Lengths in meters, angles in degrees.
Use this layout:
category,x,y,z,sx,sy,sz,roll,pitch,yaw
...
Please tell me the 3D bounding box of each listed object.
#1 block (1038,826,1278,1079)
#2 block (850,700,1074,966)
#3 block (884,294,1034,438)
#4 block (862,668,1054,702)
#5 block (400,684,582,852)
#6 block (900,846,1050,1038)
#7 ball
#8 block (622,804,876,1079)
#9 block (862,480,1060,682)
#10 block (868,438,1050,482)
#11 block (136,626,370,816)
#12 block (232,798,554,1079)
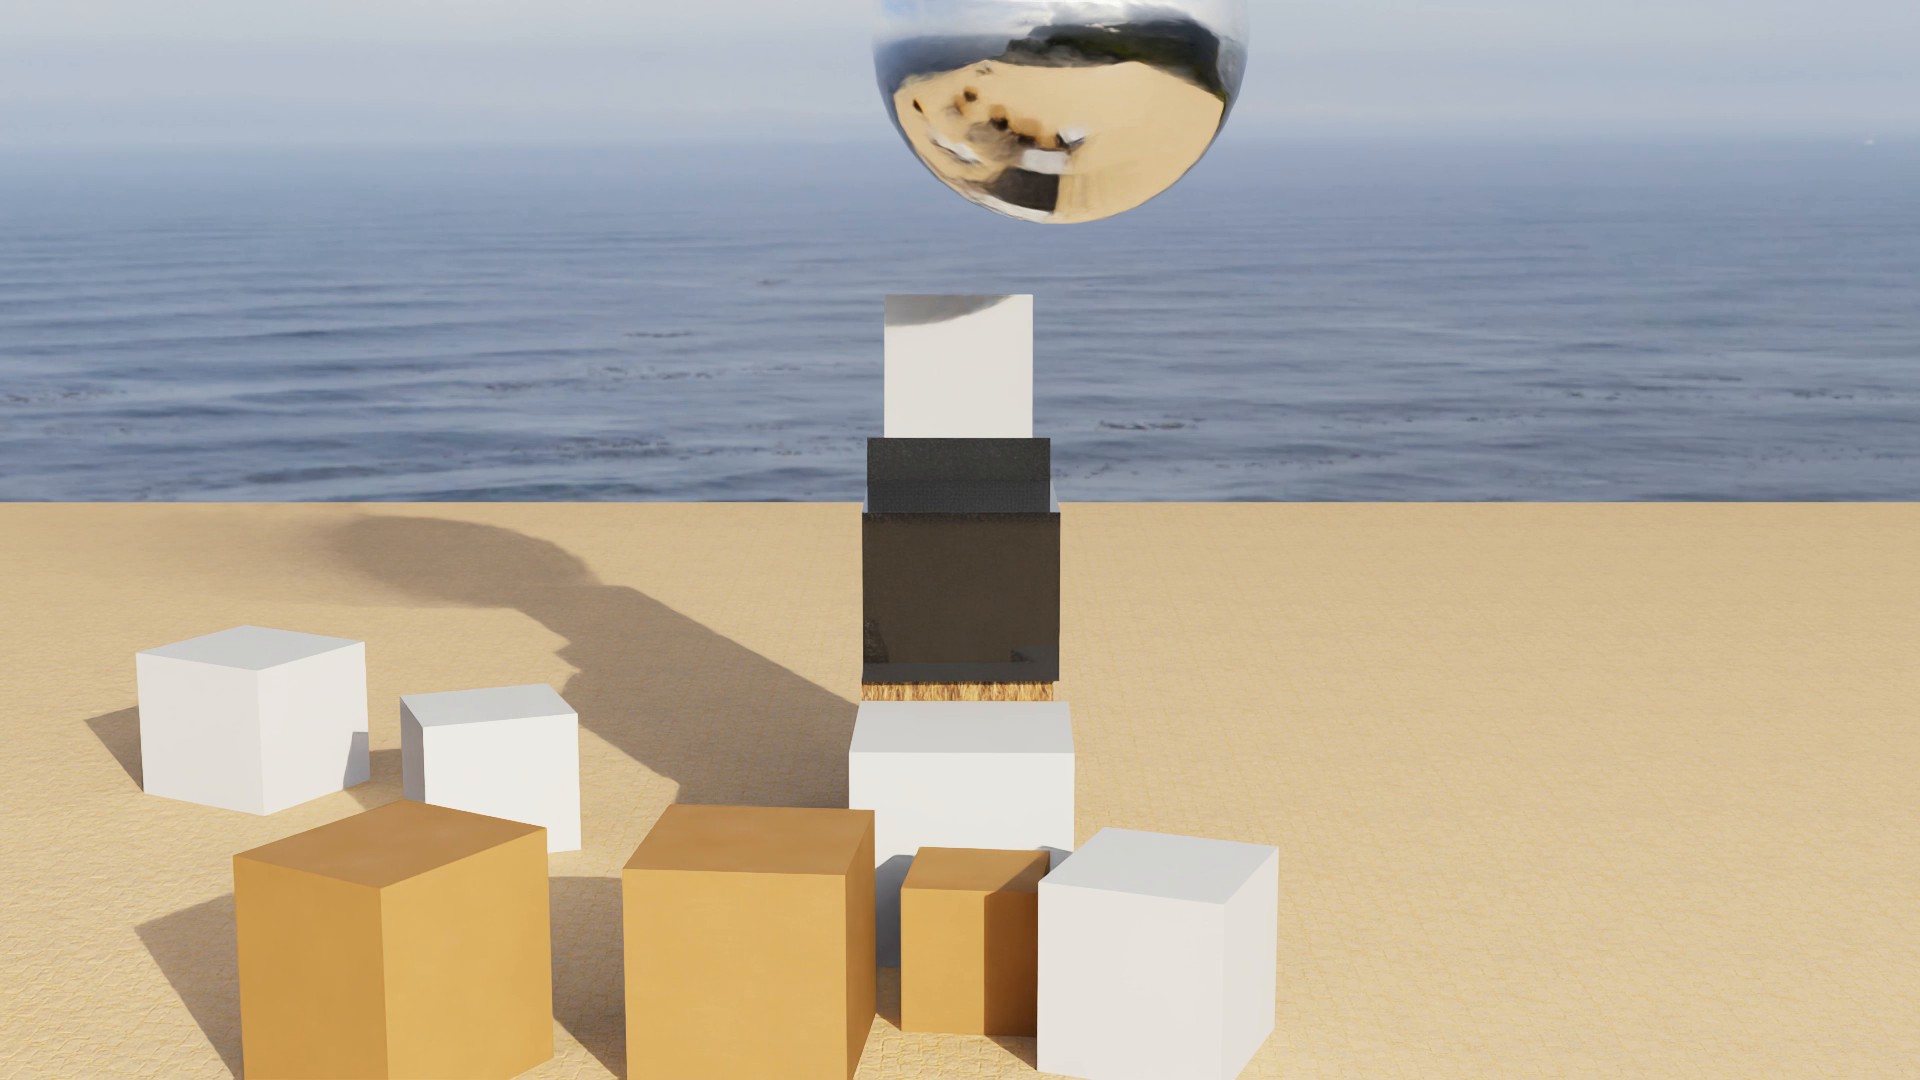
category,x,y,z,sx,sy,sz,roll,pitch,yaw
block,0.724,1.511,9.294,0.676,0.702,0.724,4,11,21
block,0.013,1.192,10.548,0.883,0.880,0.844,0,10,1
block,0.005,-0.815,12.232,0.686,0.664,0.673,0,2,2
block,-0.010,0.992,11.370,0.814,0.981,0.832,0,10,0
block,-2.177,1.073,11.871,0.697,0.642,0.633,-4,11,-21
block,0.065,1.511,9.703,0.507,0.555,0.521,1,10,7
ball,0.418,-2.131,10.793,1.600,1.600,1.600,0,10,0
block,-0.742,1.464,9.281,0.776,0.800,0.801,1,10,5
block,0.003,0.166,11.151,0.826,0.723,0.835,0,10,0
block,-0.001,-0.027,12.049,0.830,0.900,0.831,0,2,1
block,-3.501,0.879,12.738,0.802,0.713,0.738,6,12,29
block,-1.980,1.476,9.032,0.694,0.864,0.824,6,12,31
